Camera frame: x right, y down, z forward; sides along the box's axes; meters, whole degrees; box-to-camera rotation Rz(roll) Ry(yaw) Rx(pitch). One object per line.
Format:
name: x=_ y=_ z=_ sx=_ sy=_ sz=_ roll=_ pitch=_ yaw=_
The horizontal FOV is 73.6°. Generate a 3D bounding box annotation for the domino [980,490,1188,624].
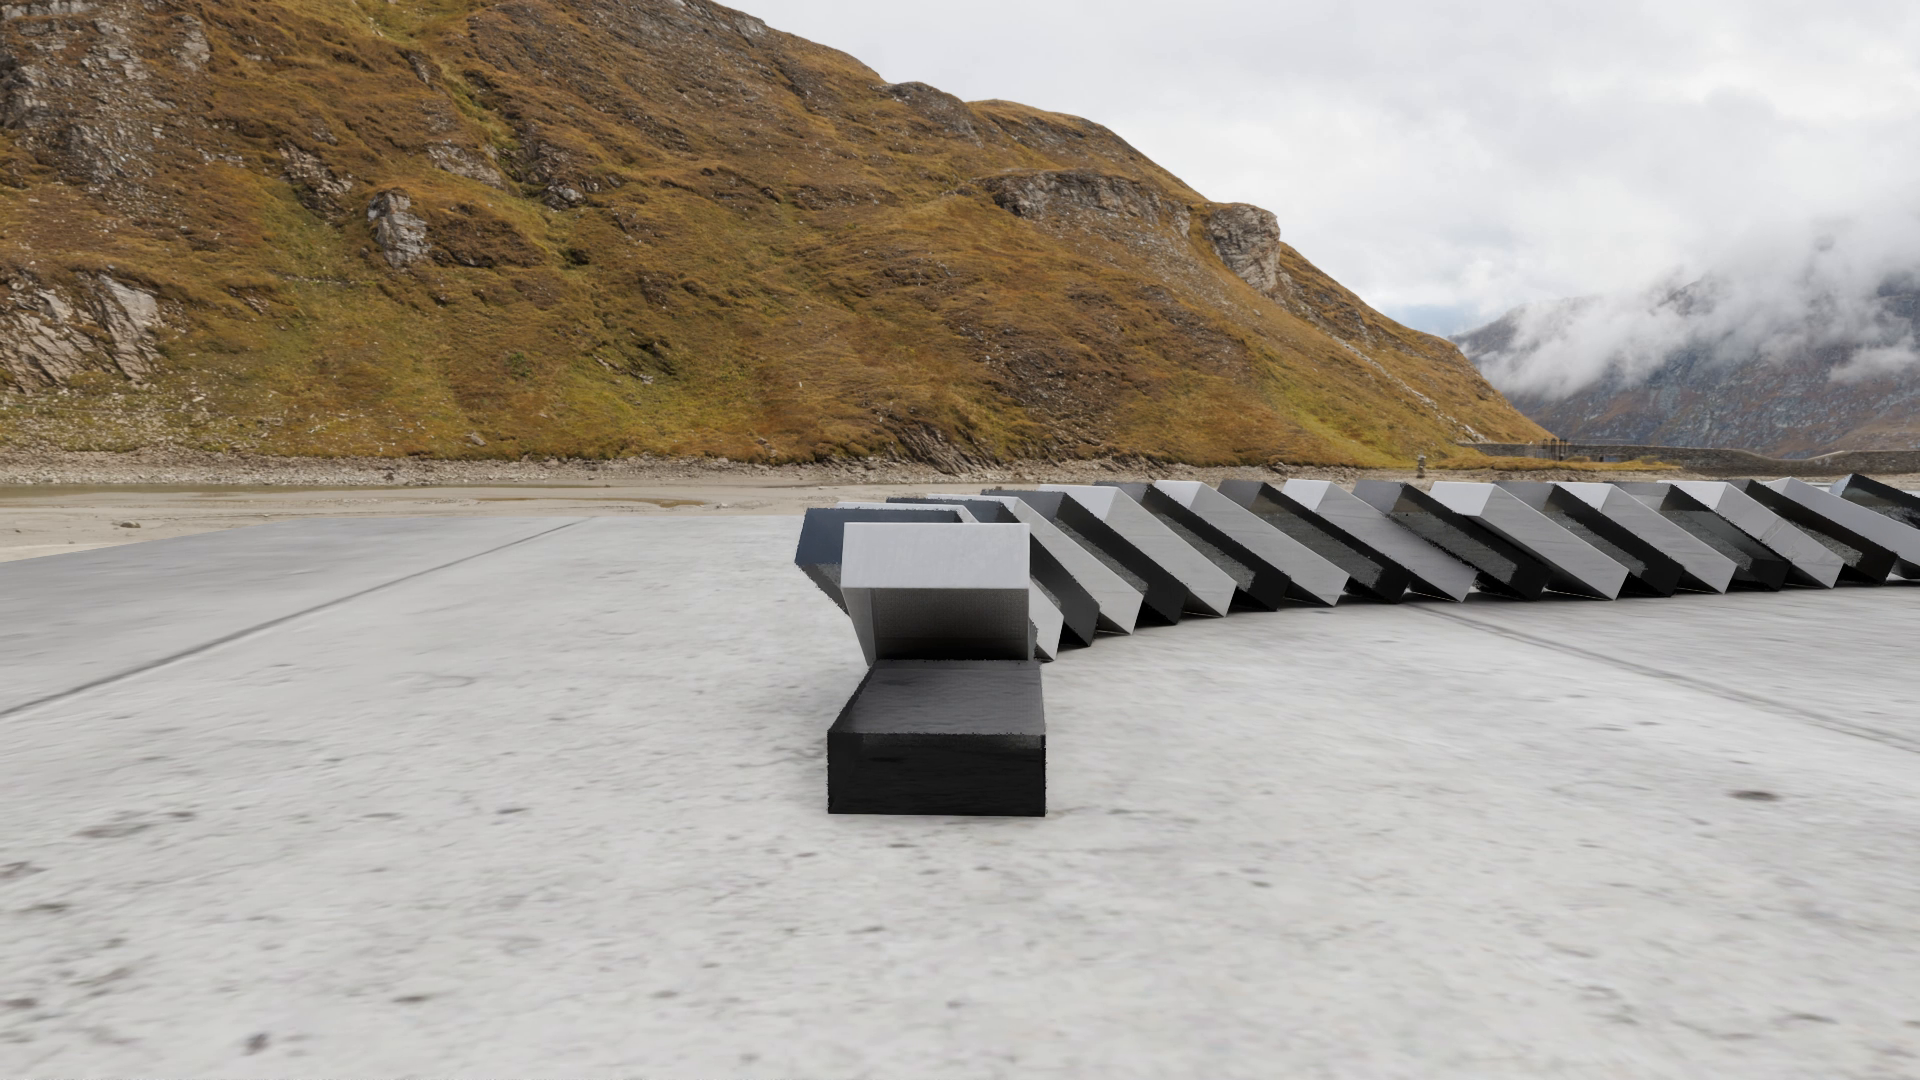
domino: x=0.028 y=0.004 z=0.296 sx=0.025 sy=0.009 sz=0.050 roll=4 pitch=-22 yaw=47

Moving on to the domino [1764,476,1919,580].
domino: x=0.274 y=-0.003 z=0.395 sx=0.050 sy=0.009 sz=0.025 roll=27 pitch=3 yaw=13

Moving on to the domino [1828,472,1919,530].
domino: x=0.295 y=-0.004 z=0.393 sx=0.050 sy=0.009 sz=0.025 roll=28 pitch=4 yaw=22

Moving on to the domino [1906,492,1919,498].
domino: x=0.323 y=-0.001 z=0.398 sx=0.025 sy=0.009 sz=0.050 roll=25 pitch=4 yaw=-23

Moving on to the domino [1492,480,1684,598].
domino: x=0.174 y=0.000 z=0.360 sx=0.050 sy=0.009 sz=0.025 roll=28 pitch=-4 yaw=-16

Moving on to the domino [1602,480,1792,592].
domino: x=0.213 y=-0.001 z=0.375 sx=0.050 sy=0.010 sz=0.025 roll=28 pitch=-4 yaw=-16

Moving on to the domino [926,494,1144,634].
domino: x=0.016 y=0.006 z=0.279 sx=0.025 sy=0.010 sz=0.050 roll=4 pitch=-22 yaw=43

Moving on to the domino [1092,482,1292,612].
domino: x=0.057 y=0.001 z=0.327 sx=0.050 sy=0.009 sz=0.025 roll=31 pitch=-10 yaw=-24

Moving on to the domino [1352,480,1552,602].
domino: x=0.134 y=0.000 z=0.353 sx=0.050 sy=0.010 sz=0.025 roll=29 pitch=-2 yaw=-12

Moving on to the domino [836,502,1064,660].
domino: x=-0.002 y=0.009 z=0.239 sx=0.025 sy=0.009 sz=0.050 roll=2 pitch=-24 yaw=27

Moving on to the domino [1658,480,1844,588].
domino: x=0.233 y=-0.002 z=0.381 sx=0.050 sy=0.009 sz=0.025 roll=28 pitch=-4 yaw=-16

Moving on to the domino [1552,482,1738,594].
domino: x=0.194 y=-0.001 z=0.369 sx=0.050 sy=0.009 sz=0.025 roll=28 pitch=-4 yaw=-16

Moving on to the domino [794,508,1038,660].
domino: x=-0.006 y=0.010 z=0.218 sx=0.025 sy=0.009 sz=0.050 roll=2 pitch=-24 yaw=20

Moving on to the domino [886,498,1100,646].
domino: x=0.007 y=0.007 z=0.258 sx=0.025 sy=0.009 sz=0.050 roll=3 pitch=-23 yaw=31

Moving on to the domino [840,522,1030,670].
domino: x=-0.002 y=0.012 z=0.194 sx=0.025 sy=0.010 sz=0.050 roll=0 pitch=-24 yaw=3

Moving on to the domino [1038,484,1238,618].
domino: x=0.042 y=0.003 z=0.311 sx=0.050 sy=0.010 sz=0.025 roll=34 pitch=-18 yaw=-37

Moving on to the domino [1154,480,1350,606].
domino: x=0.075 y=0.001 z=0.338 sx=0.050 sy=0.010 sz=0.025 roll=30 pitch=-6 yaw=-18

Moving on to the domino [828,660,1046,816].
domino: x=-0.002 y=0.025 z=0.172 sx=0.025 sy=0.009 sz=0.050 roll=0 pitch=4 yaw=3

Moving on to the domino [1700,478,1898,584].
domino: x=0.253 y=-0.003 z=0.391 sx=0.050 sy=0.009 sz=0.025 roll=27 pitch=0 yaw=-2

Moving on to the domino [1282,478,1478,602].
domino: x=0.113 y=0.000 z=0.352 sx=0.050 sy=0.010 sz=0.025 roll=29 pitch=-2 yaw=-12

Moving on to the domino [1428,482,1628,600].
domino: x=0.155 y=0.000 z=0.354 sx=0.050 sy=0.009 sz=0.025 roll=28 pitch=-4 yaw=-16

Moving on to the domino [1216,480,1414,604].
domino: x=0.094 y=0.000 z=0.346 sx=0.050 sy=0.009 sz=0.025 roll=29 pitch=-3 yaw=-13
